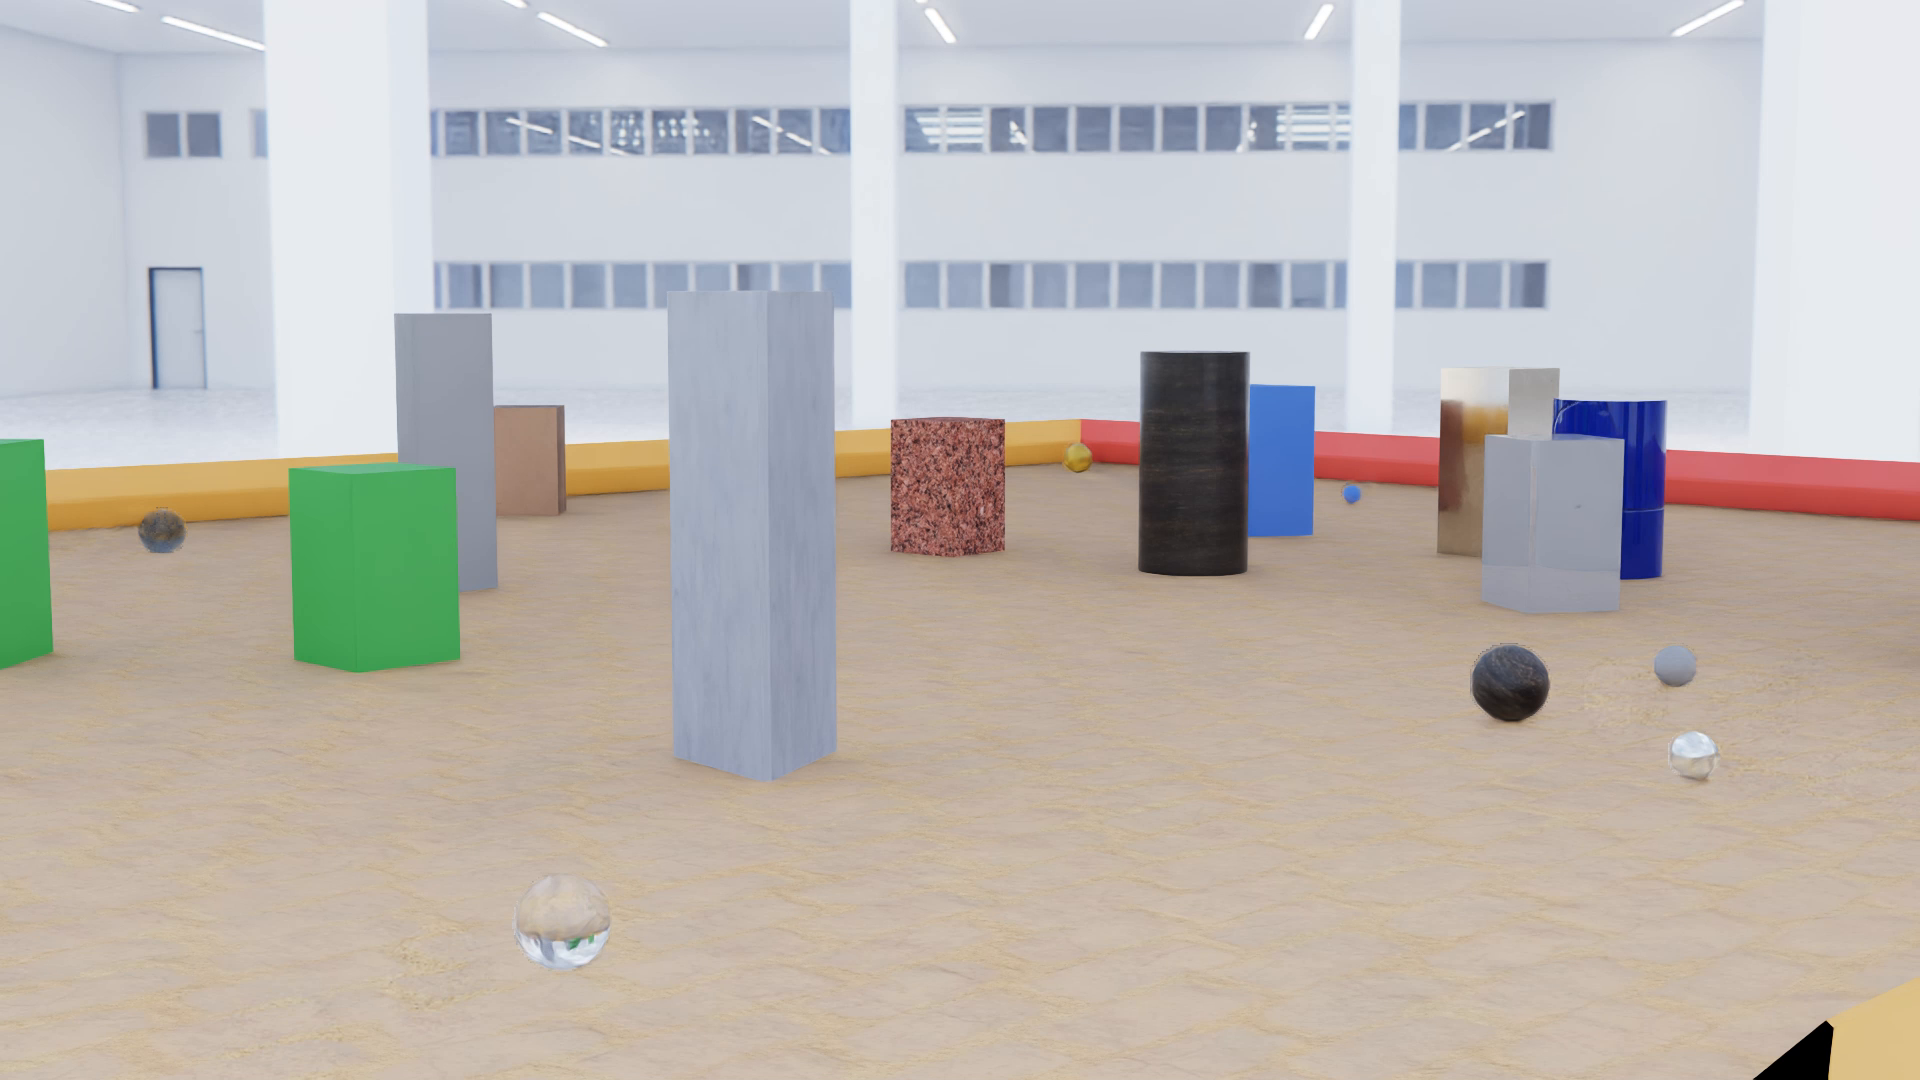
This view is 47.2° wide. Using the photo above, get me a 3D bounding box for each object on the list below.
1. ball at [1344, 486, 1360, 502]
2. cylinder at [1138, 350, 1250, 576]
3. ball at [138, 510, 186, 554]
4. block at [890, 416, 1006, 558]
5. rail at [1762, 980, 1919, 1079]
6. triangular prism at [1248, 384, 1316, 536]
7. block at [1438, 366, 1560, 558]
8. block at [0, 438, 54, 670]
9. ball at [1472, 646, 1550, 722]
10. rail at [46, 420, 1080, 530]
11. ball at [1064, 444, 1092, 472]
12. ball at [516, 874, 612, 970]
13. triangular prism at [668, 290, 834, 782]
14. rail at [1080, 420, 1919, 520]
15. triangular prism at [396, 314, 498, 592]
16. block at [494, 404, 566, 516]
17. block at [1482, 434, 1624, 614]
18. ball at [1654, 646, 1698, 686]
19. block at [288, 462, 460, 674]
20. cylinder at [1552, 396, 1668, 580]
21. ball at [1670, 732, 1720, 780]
[{"bbox_3d":[0.889,-0.104,4.988,0.040,0.040,0.040,0,6,0],"label":"ball"},{"bbox_3d":[0.394,-0.133,3.705,0.184,0.368,0.184,0,6,0],"label":"cylinder"},{"bbox_3d":[-1.436,-0.015,3.960,0.079,0.079,0.079,0,6,0],"label":"ball"},{"bbox_3d":[-0.022,-0.099,3.999,0.147,0.240,0.147,5,8,40],"label":"block"},{"bbox_3d":[1.333,0.184,1.896,4.617,0.119,0.045,-6,8,-42],"label":"rail"},{"bbox_3d":[0.596,-0.159,4.323,0.159,0.290,0.138,-1,6,-12],"label":"triangular prism"},{"bbox_3d":[0.967,-0.142,3.951,0.147,0.334,0.147,-5,8,-39],"label":"block"},{"bbox_3d":[-1.248,0.015,2.757,0.147,0.275,0.147,0,6,3],"label":"block"},{"bbox_3d":[0.591,0.154,2.363,0.082,0.082,0.082,0,6,0],"label":"ball"},{"bbox_3d":[-1.333,-0.122,4.769,4.617,0.119,0.045,-6,8,-42],"label":"rail"},{"bbox_3d":[0.316,-0.219,5.883,0.079,0.079,0.079,0,6,0],"label":"ball"},{"bbox_3d":[-0.267,0.257,1.481,0.064,0.064,0.064,0,6,0],"label":"ball"},{"bbox_3d":[-0.180,-0.012,2.146,0.138,0.459,0.159,-5,8,-40],"label":"triangular prism"},{"bbox_3d":[1.679,-0.133,4.873,0.045,0.119,3.978,-6,8,-42],"label":"rail"},{"bbox_3d":[-0.839,-0.139,3.457,0.138,0.433,0.159,5,8,39],"label":"triangular prism"},{"bbox_3d":[-0.934,-0.173,4.744,0.147,0.229,0.147,0,6,-4],"label":"block"},{"bbox_3d":[0.879,-0.027,3.268,0.147,0.251,0.147,-1,6,-13],"label":"block"},{"bbox_3d":[0.839,0.148,2.579,0.049,0.049,0.049,0,6,0],"label":"ball"},{"bbox_3d":[-0.736,0.030,2.767,0.147,0.243,0.147,6,8,43],"label":"block"},{"bbox_3d":[1.080,-0.090,3.669,0.184,0.291,0.184,0,6,0],"label":"cylinder"},{"bbox_3d":[0.693,0.203,2.074,0.045,0.045,0.045,0,6,0],"label":"ball"}]
